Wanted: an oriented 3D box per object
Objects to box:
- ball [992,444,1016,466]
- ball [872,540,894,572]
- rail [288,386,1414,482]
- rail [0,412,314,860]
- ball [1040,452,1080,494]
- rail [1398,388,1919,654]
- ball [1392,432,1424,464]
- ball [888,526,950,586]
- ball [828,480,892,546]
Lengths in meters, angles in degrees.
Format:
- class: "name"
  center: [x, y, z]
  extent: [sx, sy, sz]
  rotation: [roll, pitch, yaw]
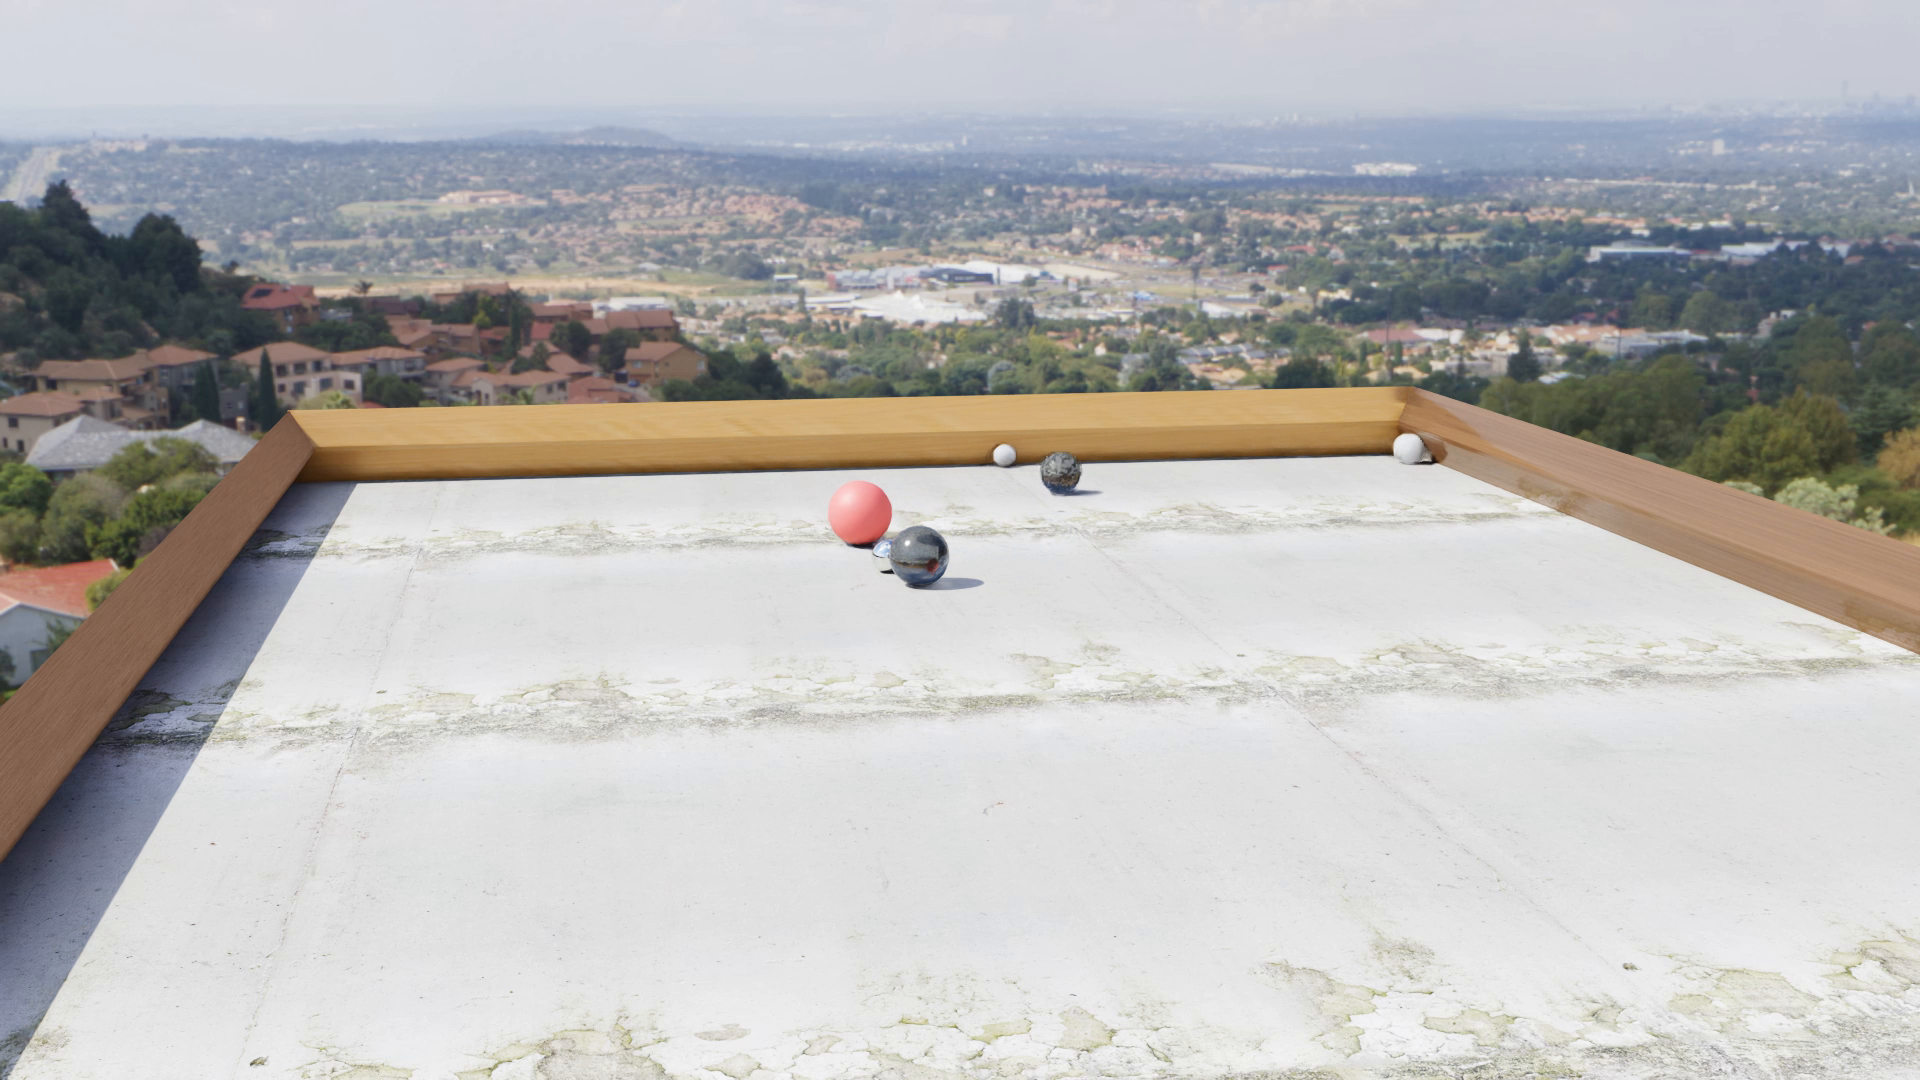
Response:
- class: "ball"
  center: [0.081, -0.156, 4.060]
  extent: [0.042, 0.042, 0.042]
  rotation: [0, 11, 0]
- class: "ball"
  center: [-0.102, 0.023, 3.115]
  extent: [0.046, 0.046, 0.046]
  rotation: [0, 11, 0]
- class: "rail"
  center: [-0.152, -0.194, 4.033]
  extent: [2.084, 0.126, 0.045]
  rotation: [-2, 11, -10]
- class: "rail"
  center: [-0.847, 0.172, 2.116]
  extent: [0.045, 0.126, 3.655]
  rotation: [-2, 11, -10]
- class: "ball"
  center: [0.172, -0.114, 3.765]
  extent: [0.070, 0.070, 0.070]
  rotation: [0, 11, 0]
- class: "rail"
  center: [1.159, 0.107, 2.458]
  extent: [0.045, 0.126, 3.655]
  rotation: [-2, 11, -10]
- class: "ball"
  center: [0.835, -0.171, 4.096]
  extent: [0.058, 0.058, 0.058]
  rotation: [0, 11, 0]
- class: "ball"
  center: [-0.056, 0.022, 3.021]
  extent: [0.084, 0.084, 0.084]
  rotation: [0, 11, 0]
- class: "ball"
  center: [-0.151, -0.040, 3.310]
  extent: [0.097, 0.097, 0.097]
  rotation: [0, 11, 0]
